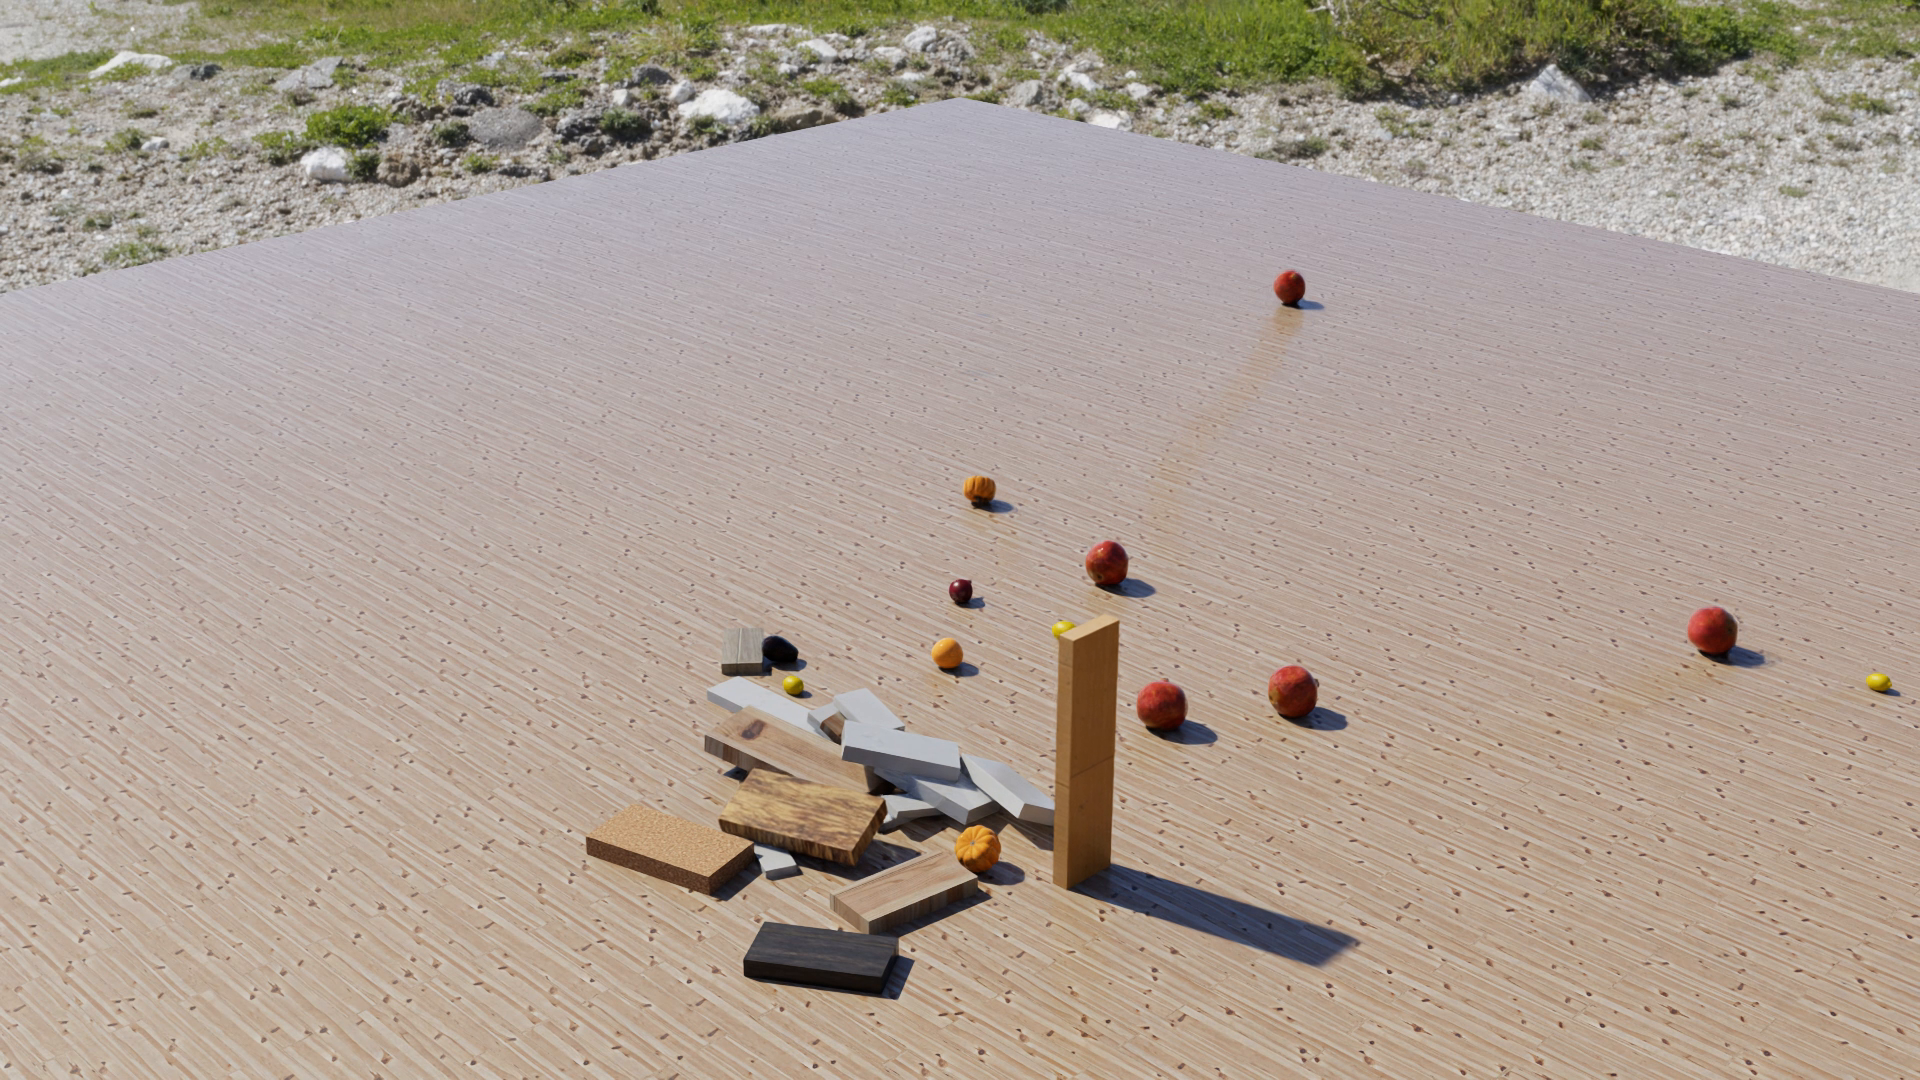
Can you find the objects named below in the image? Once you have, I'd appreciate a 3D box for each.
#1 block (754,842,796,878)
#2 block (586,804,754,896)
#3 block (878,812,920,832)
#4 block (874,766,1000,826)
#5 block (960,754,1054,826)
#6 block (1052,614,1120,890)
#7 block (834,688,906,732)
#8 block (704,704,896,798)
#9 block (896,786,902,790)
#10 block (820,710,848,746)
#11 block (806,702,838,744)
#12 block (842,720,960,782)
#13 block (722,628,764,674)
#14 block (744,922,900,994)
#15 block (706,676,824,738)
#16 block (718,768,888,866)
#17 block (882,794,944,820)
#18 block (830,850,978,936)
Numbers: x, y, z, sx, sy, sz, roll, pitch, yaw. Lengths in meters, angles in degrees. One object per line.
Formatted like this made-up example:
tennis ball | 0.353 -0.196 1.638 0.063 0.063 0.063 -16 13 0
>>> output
block | -0.367 0.616 4.286 0.063 0.018 0.125 -9 25 -20
block | -0.566 0.601 4.290 0.297 0.042 0.148 13 26 28
block | -0.133 0.552 4.438 0.125 0.018 0.063 -16 28 -34
block | -0.044 0.497 4.470 0.239 0.034 0.120 26 22 30
block | 0.104 0.507 4.456 0.120 0.034 0.239 18 9 -37
block | 0.236 0.402 4.138 0.036 0.527 0.127 22 31 40
block | -0.192 0.368 4.626 0.080 0.023 0.160 -12 33 -31
block | -0.332 0.458 4.563 0.387 0.042 0.148 21 32 27
block | -0.152 0.447 4.590 0.160 0.023 0.080 41 40 19
block | -0.211 0.424 4.625 0.160 0.023 0.080 42 44 20
block | -0.231 0.414 4.696 0.094 0.027 0.188 -20 43 -39
block | -0.122 0.431 4.492 0.239 0.034 0.120 12 20 -7
block | -0.505 0.258 5.120 0.094 0.027 0.188 -1 23 -3
block | -0.248 0.749 3.949 0.254 0.036 0.127 5 24 12
block | -0.399 0.383 4.825 0.371 0.027 0.094 21 31 40
block | -0.309 0.543 4.328 0.297 0.042 0.149 10 42 23
block | -0.091 0.532 4.417 0.125 0.018 0.063 0 24 -36
block | -0.105 0.665 4.148 0.254 0.036 0.127 -17 28 -34
